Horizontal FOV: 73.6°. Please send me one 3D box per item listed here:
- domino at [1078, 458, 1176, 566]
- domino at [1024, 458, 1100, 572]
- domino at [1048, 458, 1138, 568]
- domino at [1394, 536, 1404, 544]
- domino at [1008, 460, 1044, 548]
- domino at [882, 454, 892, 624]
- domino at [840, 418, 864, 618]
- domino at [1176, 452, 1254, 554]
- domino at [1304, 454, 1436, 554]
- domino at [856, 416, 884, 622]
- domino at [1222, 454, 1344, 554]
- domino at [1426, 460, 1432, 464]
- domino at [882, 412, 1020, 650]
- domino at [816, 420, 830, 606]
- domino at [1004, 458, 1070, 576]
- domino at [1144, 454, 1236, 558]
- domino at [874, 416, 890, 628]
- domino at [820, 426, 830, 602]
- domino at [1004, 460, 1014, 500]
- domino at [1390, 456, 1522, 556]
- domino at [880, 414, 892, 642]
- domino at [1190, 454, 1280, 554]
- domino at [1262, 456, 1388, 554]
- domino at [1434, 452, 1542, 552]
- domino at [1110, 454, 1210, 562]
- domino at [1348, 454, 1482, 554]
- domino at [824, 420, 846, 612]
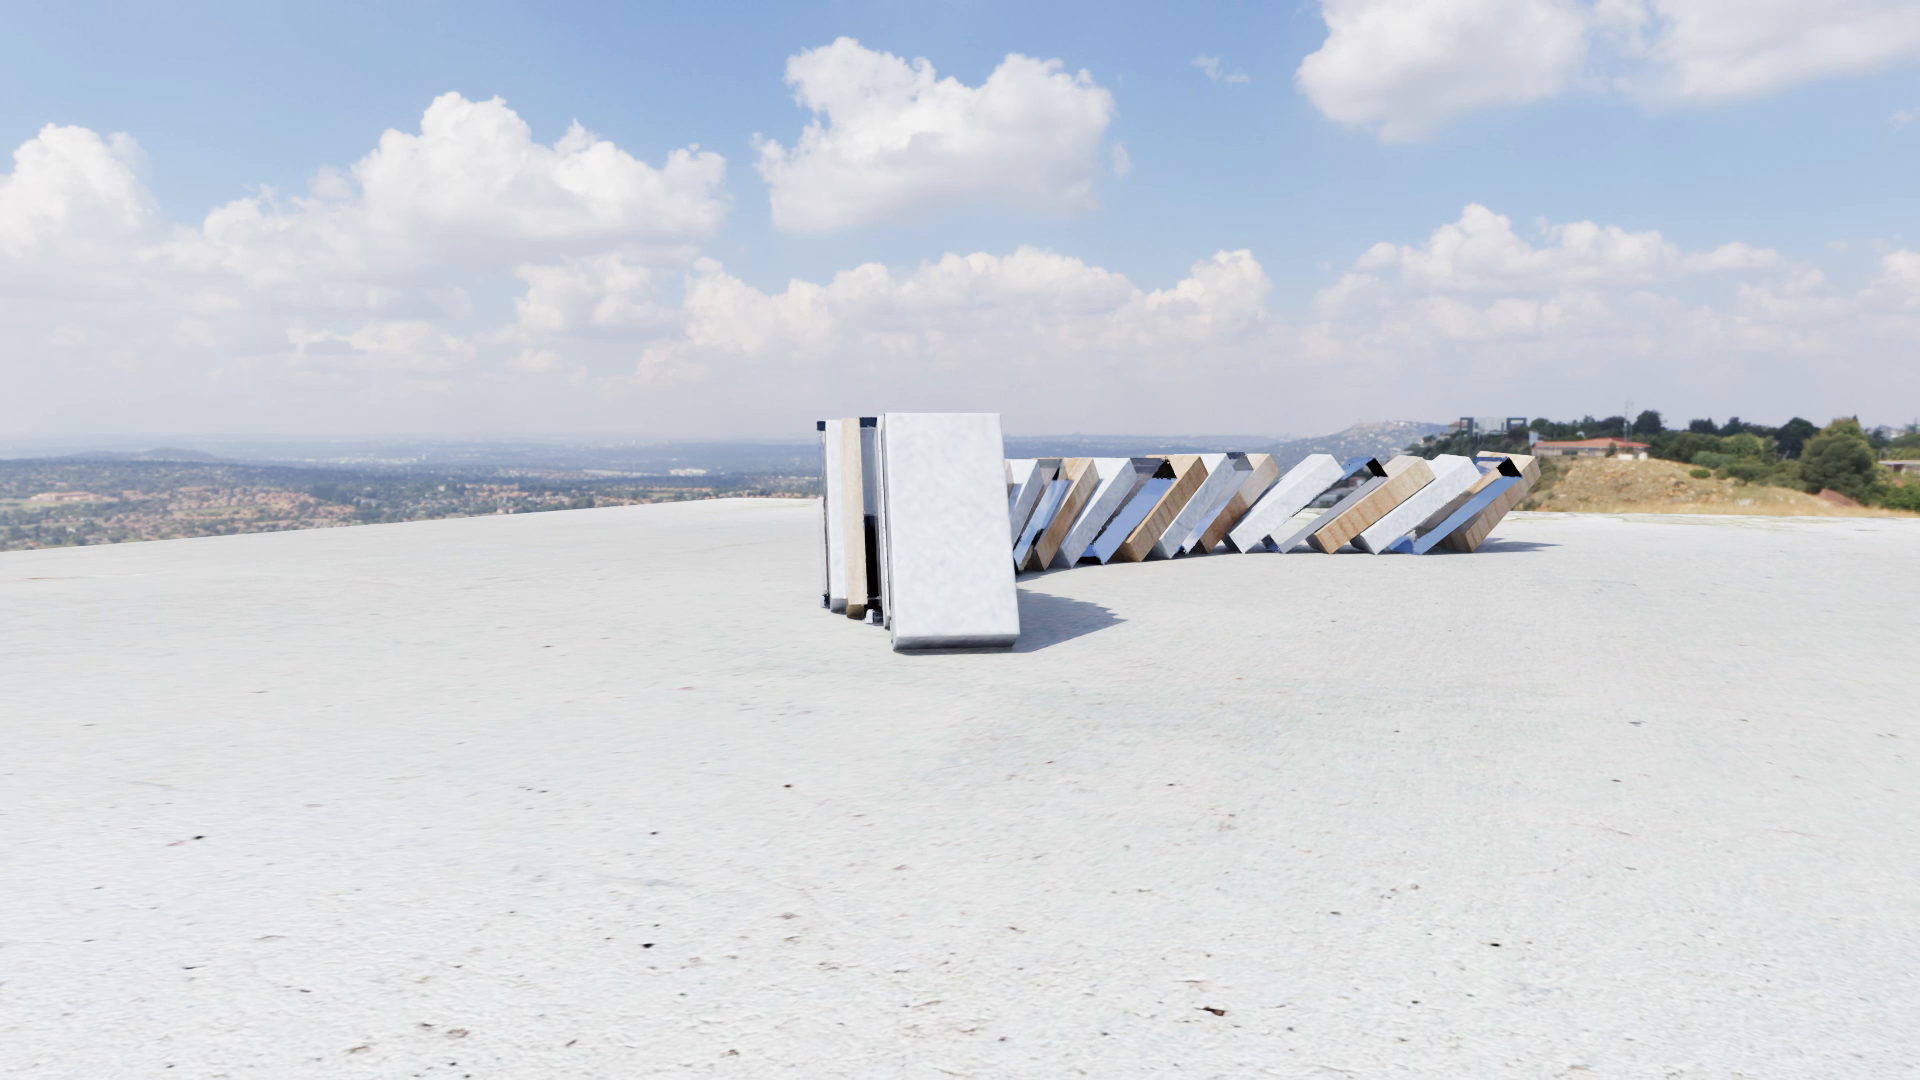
[{"bbox_3d":[0.055,-0.011,0.469,0.025,0.009,0.050,5,43,48],"label":"domino"},{"bbox_3d":[0.027,-0.010,0.447,0.025,0.009,0.050,2,41,33],"label":"domino"},{"bbox_3d":[0.040,-0.011,0.459,0.025,0.009,0.050,4,42,41],"label":"domino"},{"bbox_3d":[0.202,-0.005,0.572,0.025,0.010,0.050,1,4,9],"label":"domino"},{"bbox_3d":[0.008,-0.007,0.419,0.025,0.010,0.050,2,41,24],"label":"domino"},{"bbox_3d":[-0.004,-0.004,0.292,0.025,0.050,0.009,-1,-22,-9],"label":"domino"},{"bbox_3d":[-0.017,-0.006,0.322,0.025,0.050,0.010,-1,-22,-9],"label":"domino"},{"bbox_3d":[0.091,-0.015,0.504,0.050,0.009,0.025,-47,27,-27],"label":"domino"},{"bbox_3d":[0.159,-0.014,0.504,0.050,0.010,0.025,-36,6,2],"label":"domino"},{"bbox_3d":[-0.011,-0.005,0.312,0.025,0.050,0.009,-1,-22,-9],"label":"domino"},{"bbox_3d":[0.126,-0.015,0.508,0.050,0.009,0.025,-38,4,1],"label":"domino"},{"bbox_3d":[0.206,-0.016,0.547,0.025,0.009,0.050,5,38,24],"label":"domino"},{"bbox_3d":[-0.003,-0.002,0.271,0.025,0.050,0.010,-1,-22,-9],"label":"domino"},{"bbox_3d":[-0.025,-0.008,0.343,0.025,0.050,0.010,-1,-23,-9],"label":"domino"},{"bbox_3d":[0.016,-0.009,0.434,0.025,0.010,0.050,2,41,28],"label":"domino"},{"bbox_3d":[0.081,-0.014,0.489,0.025,0.010,0.050,3,43,48],"label":"domino"},{"bbox_3d":[-0.006,-0.005,0.302,0.025,0.050,0.009,-1,-22,-9],"label":"domino"},{"bbox_3d":[-0.025,-0.008,0.356,0.025,0.050,0.010,-1,-28,-9],"label":"domino"},{"bbox_3d":[-0.001,-0.006,0.404,0.025,0.009,0.050,1,41,18],"label":"domino"},{"bbox_3d":[0.191,-0.014,0.502,0.050,0.010,0.025,-37,7,-2],"label":"domino"},{"bbox_3d":[-0.003,-0.003,0.281,0.025,0.050,0.009,-1,-22,-9],"label":"domino"},{"bbox_3d":[0.103,-0.015,0.513,0.050,0.010,0.025,-45,26,-23],"label":"domino"},{"bbox_3d":[0.142,-0.014,0.507,0.050,0.010,0.025,-36,4,1],"label":"domino"},{"bbox_3d":[0.209,-0.016,0.519,0.050,0.009,0.025,-42,28,-20],"label":"domino"},{"bbox_3d":[0.069,-0.012,0.479,0.025,0.009,0.050,5,44,48],"label":"domino"},{"bbox_3d":[0.176,-0.014,0.503,0.050,0.009,0.025,-37,7,2],"label":"domino"},{"bbox_3d":[-0.022,-0.007,0.333,0.025,0.050,0.009,-1,-23,-9],"label":"domino"}]
